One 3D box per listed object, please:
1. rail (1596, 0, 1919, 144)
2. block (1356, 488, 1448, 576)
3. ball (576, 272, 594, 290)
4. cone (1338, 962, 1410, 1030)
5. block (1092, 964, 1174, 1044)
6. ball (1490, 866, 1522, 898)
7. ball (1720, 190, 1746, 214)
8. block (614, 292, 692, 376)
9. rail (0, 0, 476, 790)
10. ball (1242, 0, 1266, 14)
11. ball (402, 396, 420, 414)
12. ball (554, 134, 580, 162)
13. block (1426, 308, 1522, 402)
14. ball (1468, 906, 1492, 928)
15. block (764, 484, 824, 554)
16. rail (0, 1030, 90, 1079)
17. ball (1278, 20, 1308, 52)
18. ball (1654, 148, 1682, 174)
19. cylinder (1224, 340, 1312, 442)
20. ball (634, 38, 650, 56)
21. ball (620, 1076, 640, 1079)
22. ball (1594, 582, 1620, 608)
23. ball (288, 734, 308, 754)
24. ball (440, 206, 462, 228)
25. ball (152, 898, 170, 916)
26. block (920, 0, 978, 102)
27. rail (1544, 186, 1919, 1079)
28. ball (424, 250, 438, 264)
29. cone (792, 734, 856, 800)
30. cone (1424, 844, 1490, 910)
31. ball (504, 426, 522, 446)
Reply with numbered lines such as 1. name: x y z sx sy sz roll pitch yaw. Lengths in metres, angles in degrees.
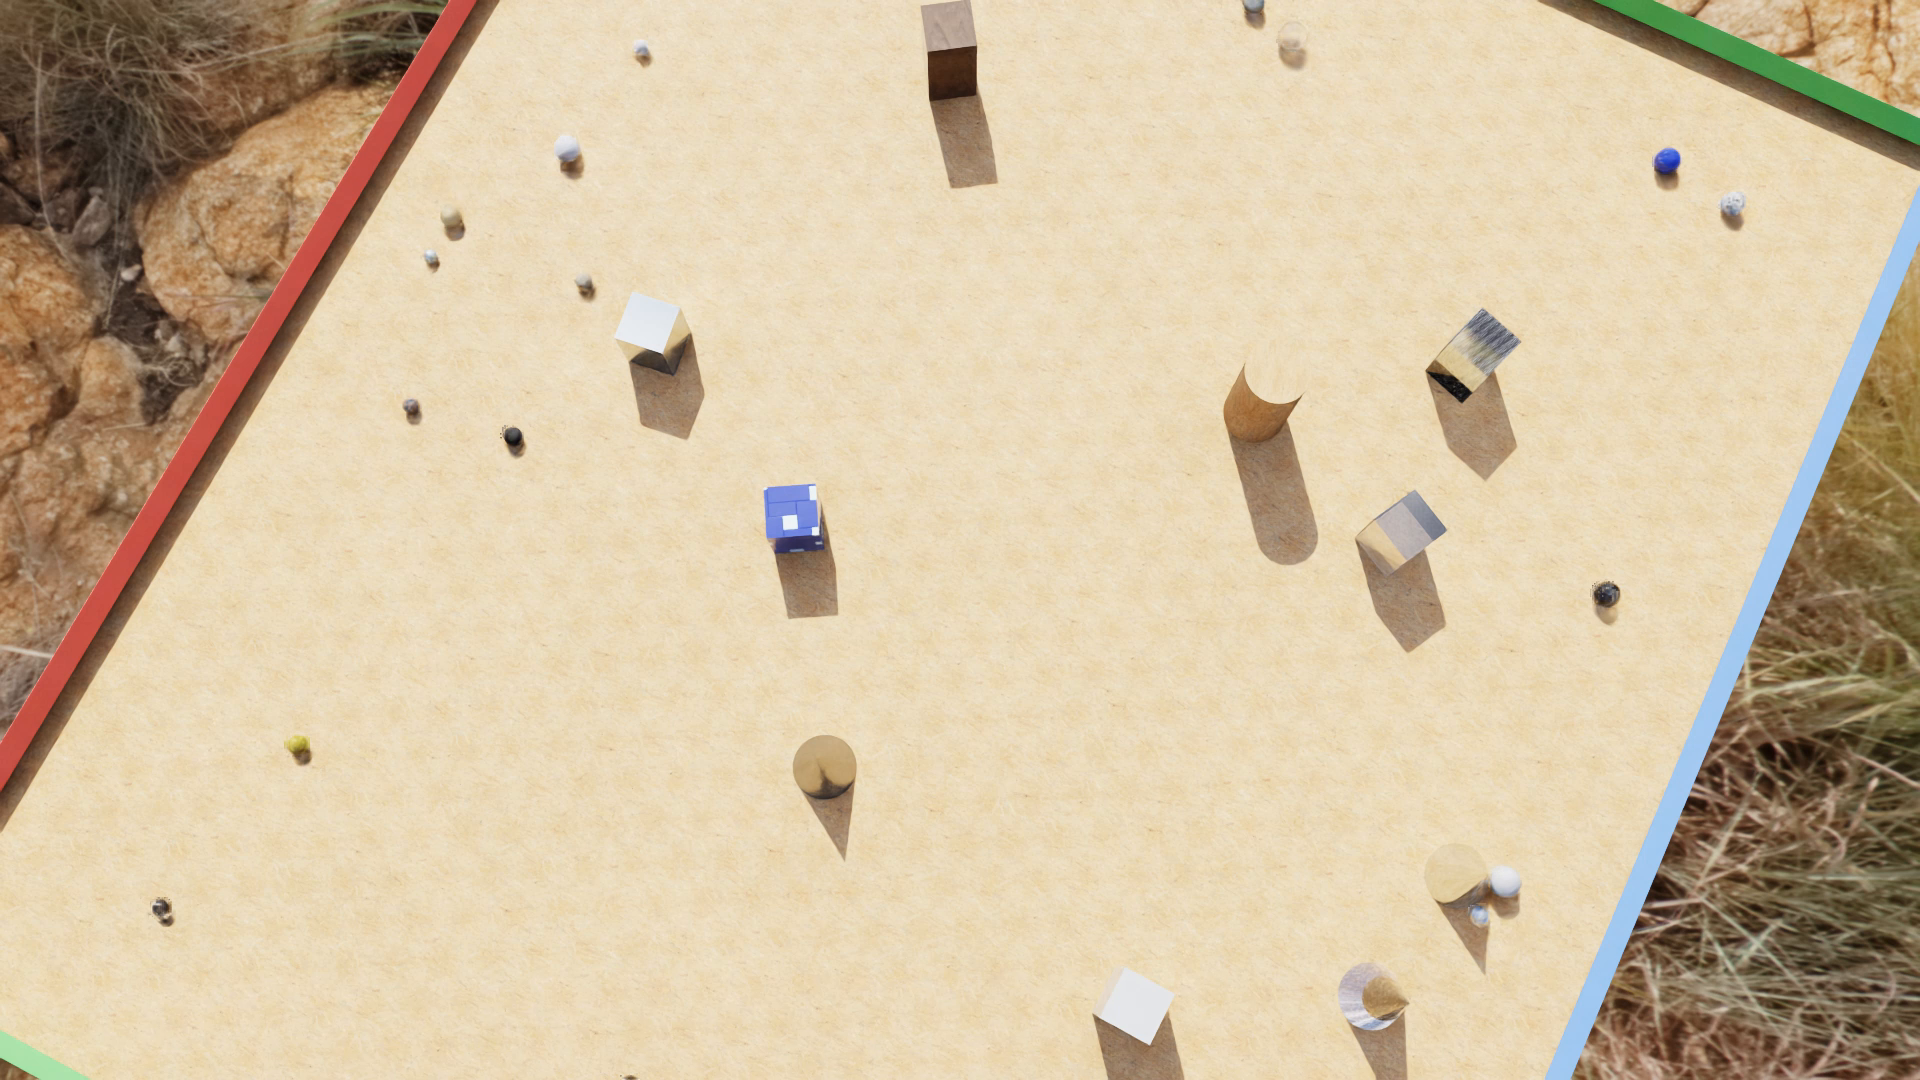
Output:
1. rail: 1.133 -2.213 6.009 4.480 0.125 0.045 26 80 5
2. block: 1.317 -0.017 5.483 0.154 0.269 0.154 -35 80 -7
3. ball: -1.181 -0.812 5.756 0.056 0.056 0.056 0 78 0
4. cone: 1.198 1.282 5.108 0.193 0.476 0.193 0 78 0
5. block: 0.488 1.313 5.191 0.154 0.302 0.154 28 80 5
6. ball: 1.594 0.999 5.352 0.091 0.091 0.091 0 78 0
7. ball: 2.448 -1.068 5.799 0.076 0.076 0.076 0 78 0
8. block: -0.940 -0.630 5.626 0.154 0.238 0.154 18 79 4
9. rail: -1.982 -0.964 5.751 0.045 0.125 5.115 26 80 5
10. ball: 0.954 -1.742 5.940 0.072 0.072 0.072 0 78 0
11. ball: -1.701 -0.416 5.676 0.053 0.053 0.053 0 78 0
12. ball: -1.250 -1.246 5.831 0.084 0.084 0.084 0 78 0
13. block: 1.561 -0.560 5.587 0.154 0.285 0.154 44 82 8
14. ball: 1.520 1.100 5.357 0.063 0.063 0.063 0 78 0
15. block: -0.498 -0.062 5.511 0.154 0.231 0.154 -4 78 -1
16. rail: -1.133 2.226 5.091 4.480 0.125 0.045 26 80 5
17. ball: 1.073 -1.624 5.904 0.095 0.095 0.095 0 78 0
18. ball: 2.250 -1.206 5.824 0.082 0.082 0.082 0 78 0
19. cylinder: 0.914 -0.440 5.482 0.193 0.441 0.193 0 78 0
20. ball: -1.030 -1.591 5.919 0.052 0.052 0.052 0 78 0
21. ball: -0.944 1.579 5.244 0.090 0.090 0.090 0 78 0
22. ball: 1.957 0.164 5.542 0.079 0.079 0.079 0 78 0
23. ball: -1.973 0.610 5.460 0.060 0.060 0.060 0 78 0
24. ball: -1.610 -1.024 5.794 0.068 0.068 0.068 0 78 0
25. ball: -2.340 1.077 5.367 0.052 0.052 0.052 0 78 0
26. block: -0.034 -1.535 5.758 0.154 0.345 0.154 -8 78 -2
27. rail: 1.982 0.977 5.349 0.045 0.125 5.115 26 80 5
28. ball: -1.671 -0.895 5.780 0.043 0.043 0.043 0 78 0
29. cone: -0.404 0.646 5.318 0.193 0.323 0.193 0 78 0
30. cone: 1.467 0.959 5.248 0.193 0.333 0.193 0 78 0
31. ball: -1.379 -0.321 5.653 0.058 0.058 0.058 0 78 0
